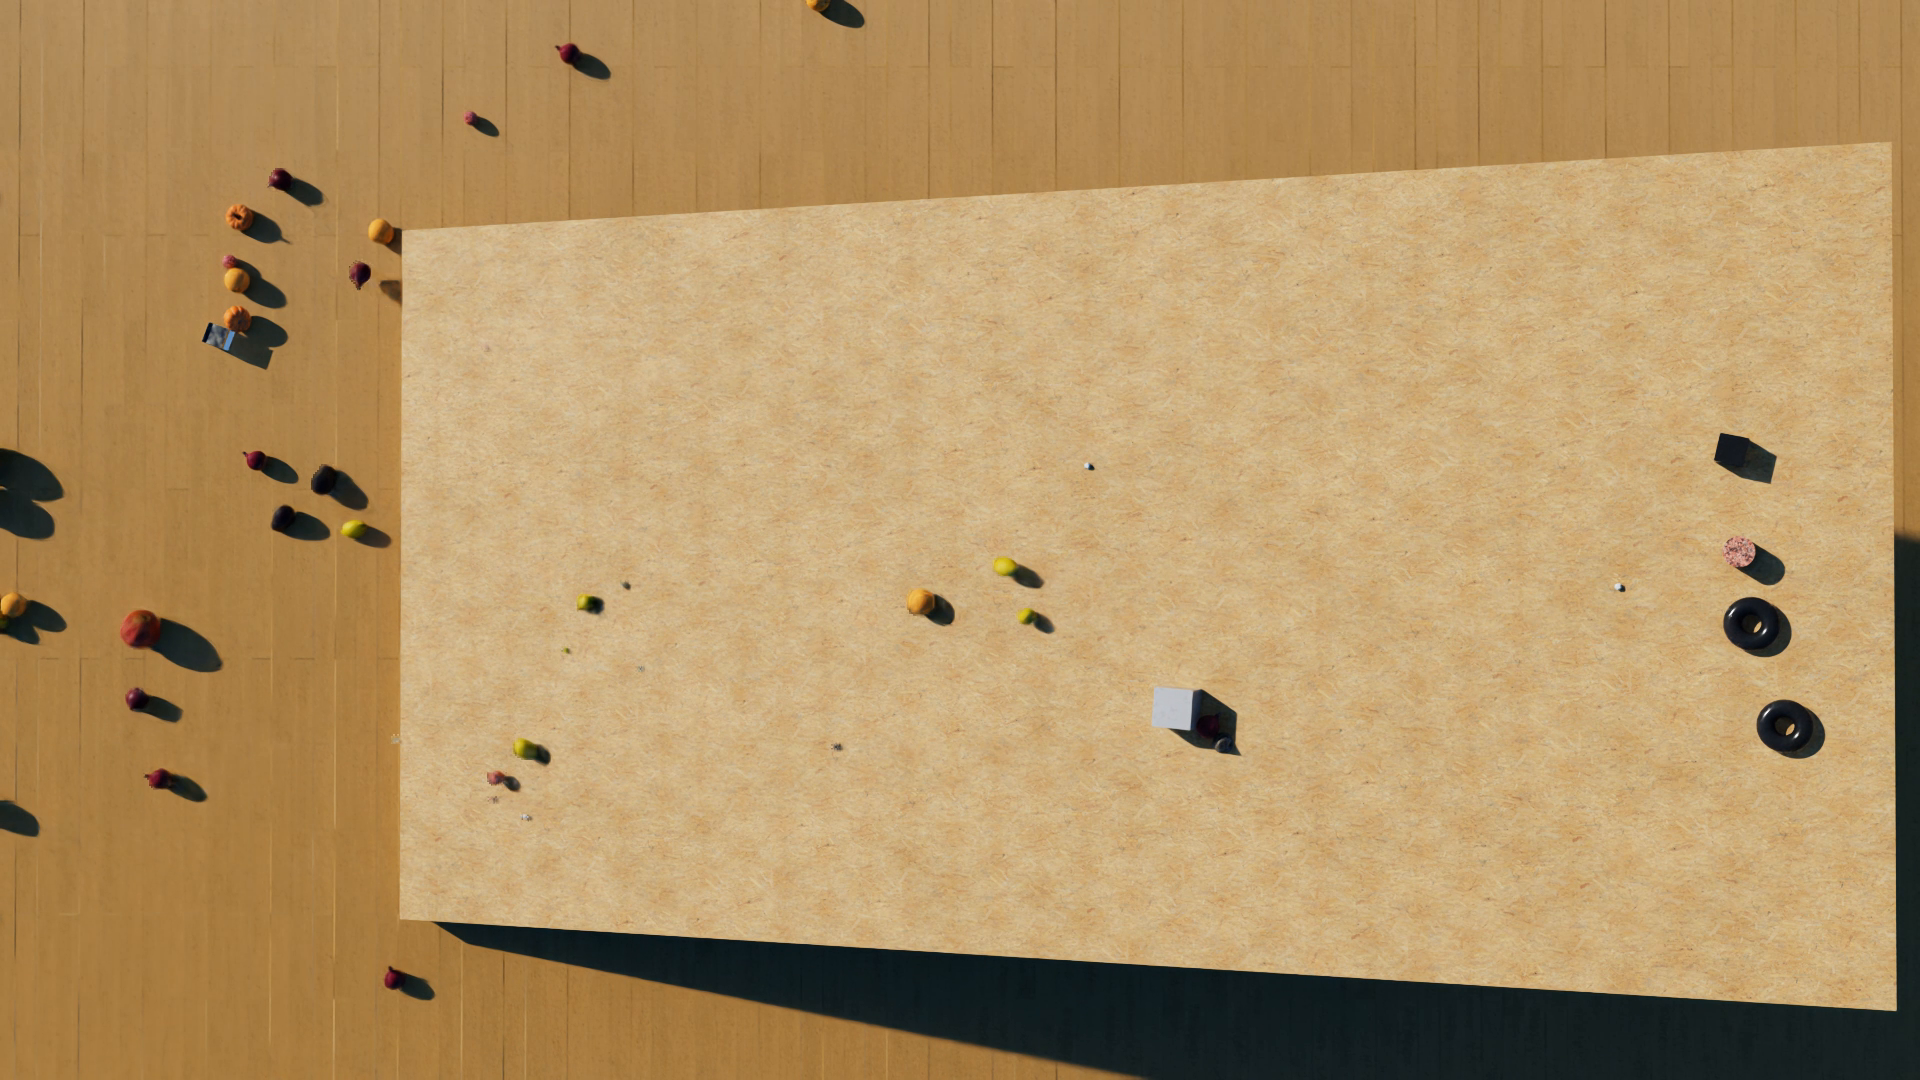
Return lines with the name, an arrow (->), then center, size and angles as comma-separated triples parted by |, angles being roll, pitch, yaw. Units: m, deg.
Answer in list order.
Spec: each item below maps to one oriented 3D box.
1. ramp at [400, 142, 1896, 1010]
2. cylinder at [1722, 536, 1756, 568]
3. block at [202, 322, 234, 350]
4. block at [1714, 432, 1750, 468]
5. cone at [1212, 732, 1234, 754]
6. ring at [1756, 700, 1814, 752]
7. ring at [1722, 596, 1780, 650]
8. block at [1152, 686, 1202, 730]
ramp -> 0.279, 0.091, 5.771 | 4.000, 0.100, 2.000 | 0, 89, 19
cylinder -> 1.820, 0.028, 5.139 | 0.072, 0.072, 0.072 | 0, 89, 19
block -> -2.178, -0.598, 6.461 | 0.061, 0.061, 0.061 | 20, 89, 0
block -> 1.807, -0.210, 5.150 | 0.066, 0.066, 0.066 | 13, 94, 19
cone -> 0.658, 0.515, 5.551 | 0.054, 0.054, 0.054 | 0, 89, 19
ring -> 1.918, 0.433, 5.116 | 0.125, 0.042, 0.125 | 0, 89, 21
ring -> 1.851, 0.196, 5.142 | 0.127, 0.042, 0.127 | 0, 89, 18
block -> 0.549, 0.424, 5.566 | 0.099, 0.099, 0.099 | 4, 91, 19
